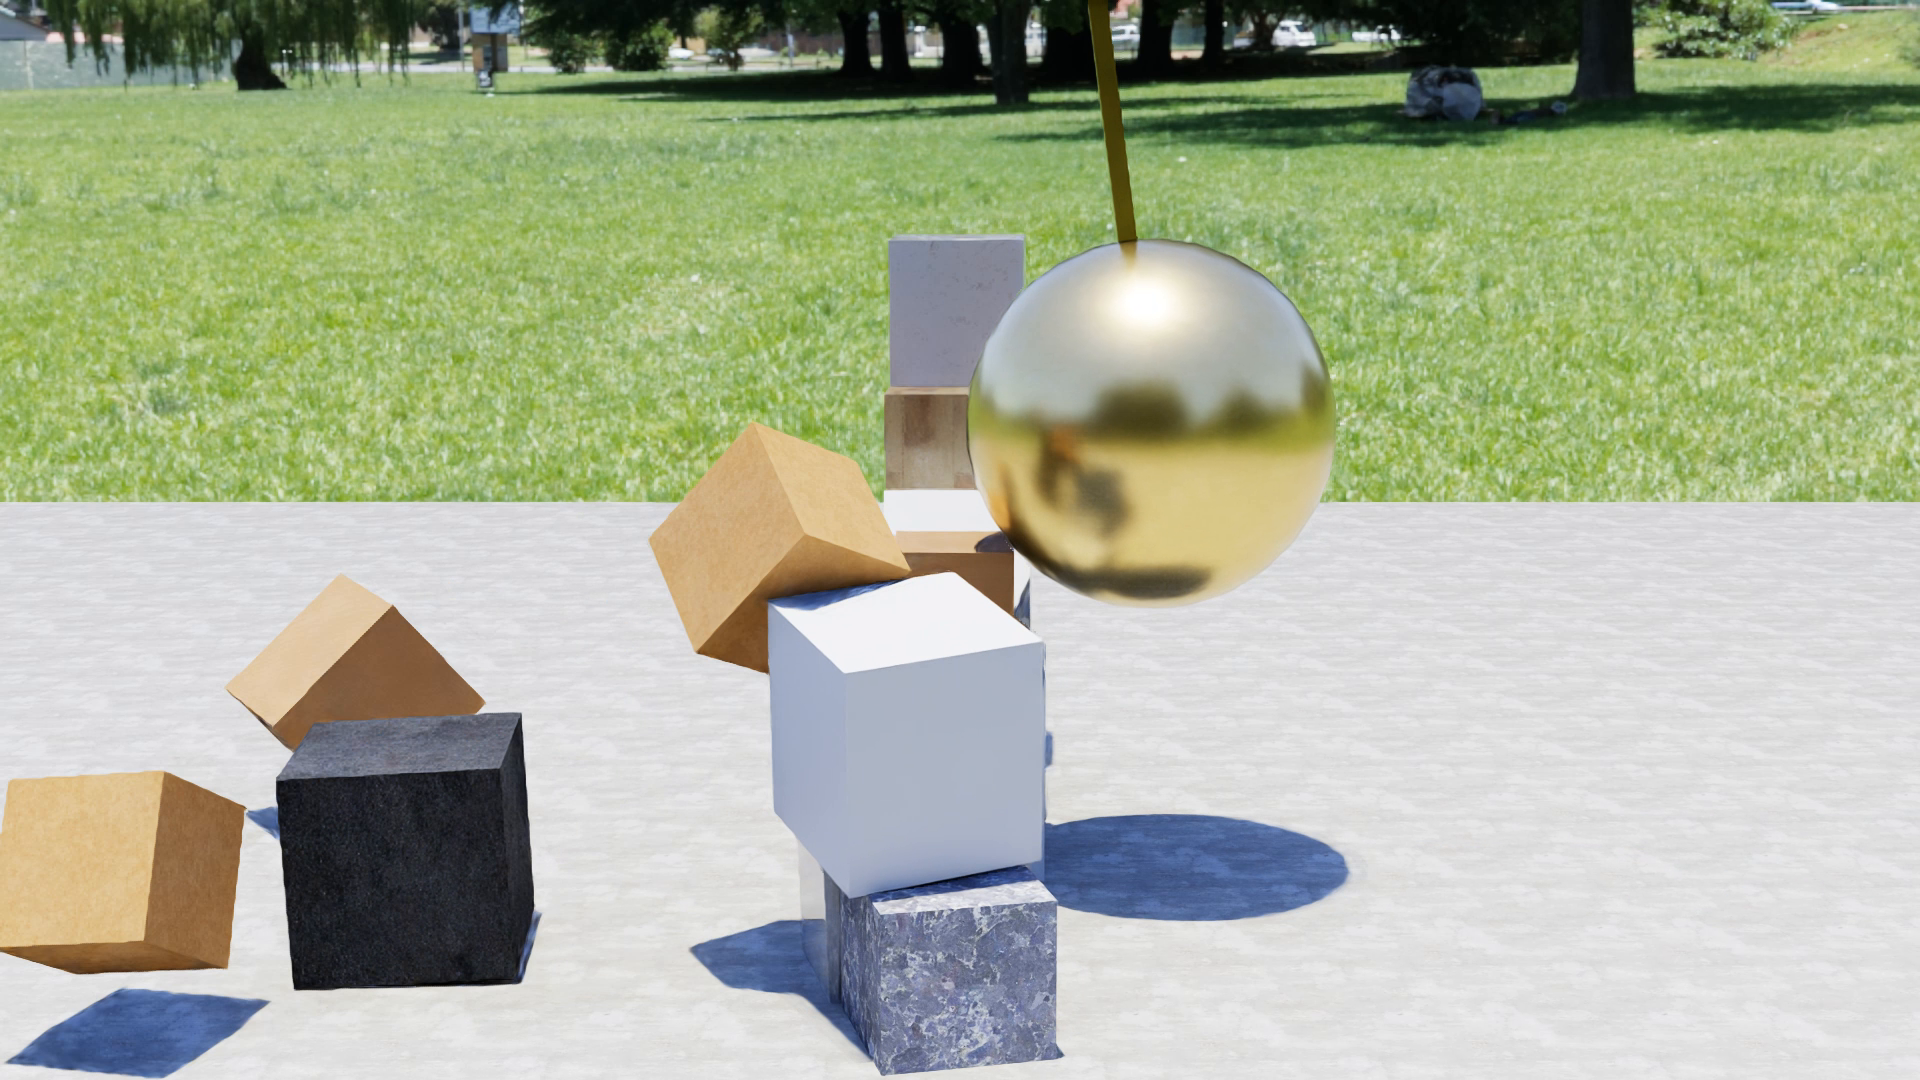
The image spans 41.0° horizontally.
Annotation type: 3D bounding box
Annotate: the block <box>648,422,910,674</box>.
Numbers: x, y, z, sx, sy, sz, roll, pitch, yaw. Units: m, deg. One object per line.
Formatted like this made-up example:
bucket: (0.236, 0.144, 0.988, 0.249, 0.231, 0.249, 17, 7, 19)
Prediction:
block: (-0.706, 0.057, 9.934, 0.563, 0.676, 0.611, 20, 32, -44)

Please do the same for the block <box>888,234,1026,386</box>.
block: (-0.002, -1.176, 13.008, 0.663, 0.720, 0.702, 0, 9, 3)

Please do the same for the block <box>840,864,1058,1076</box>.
block: (-0.052, 1.532, 9.467, 0.645, 0.598, 0.714, -3, 11, -14)

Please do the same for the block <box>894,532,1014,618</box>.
block: (-0.028, 0.276, 11.418, 0.534, 0.545, 0.535, 0, 10, 1)

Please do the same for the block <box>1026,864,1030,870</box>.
block: (-0.013, 1.296, 10.911, 0.608, 0.547, 0.683, 0, 10, 0)

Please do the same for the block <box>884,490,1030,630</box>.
block: (-0.007, 0.205, 12.223, 0.687, 0.647, 0.725, 0, -23, 2)

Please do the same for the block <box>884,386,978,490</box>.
block: (-0.013, -0.424, 12.812, 0.672, 0.686, 0.621, 0, 10, 3)

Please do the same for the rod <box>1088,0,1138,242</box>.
rod: (0.357, -3.814, 10.487, 0.080, 5.200, 0.080, -8, 10, 1)

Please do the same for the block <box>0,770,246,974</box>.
block: (-3.079, 1.226, 9.391, 0.638, 0.612, 0.562, -5, -20, 15)

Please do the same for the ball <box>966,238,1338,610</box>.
ball: (0.824, -0.500, 11.089, 1.600, 1.600, 1.600, 0, 10, 0)

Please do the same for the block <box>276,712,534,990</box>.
block: (-2.206, 1.232, 10.321, 0.851, 0.847, 0.863, -3, 11, -4)

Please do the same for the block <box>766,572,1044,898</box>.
block: (-0.211, 0.703, 9.539, 0.760, 0.868, 0.813, -8, 20, -22)

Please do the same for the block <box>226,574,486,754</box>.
block: (-2.878, 0.741, 12.222, 0.768, 0.709, 0.675, -47, 33, -15)

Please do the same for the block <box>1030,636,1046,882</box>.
block: (-0.020, 0.977, 11.638, 0.792, 0.914, 0.849, 0, 10, 1)

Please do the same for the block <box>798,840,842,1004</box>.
block: (-0.241, 1.363, 10.122, 0.696, 0.672, 0.642, -5, 11, -12)
